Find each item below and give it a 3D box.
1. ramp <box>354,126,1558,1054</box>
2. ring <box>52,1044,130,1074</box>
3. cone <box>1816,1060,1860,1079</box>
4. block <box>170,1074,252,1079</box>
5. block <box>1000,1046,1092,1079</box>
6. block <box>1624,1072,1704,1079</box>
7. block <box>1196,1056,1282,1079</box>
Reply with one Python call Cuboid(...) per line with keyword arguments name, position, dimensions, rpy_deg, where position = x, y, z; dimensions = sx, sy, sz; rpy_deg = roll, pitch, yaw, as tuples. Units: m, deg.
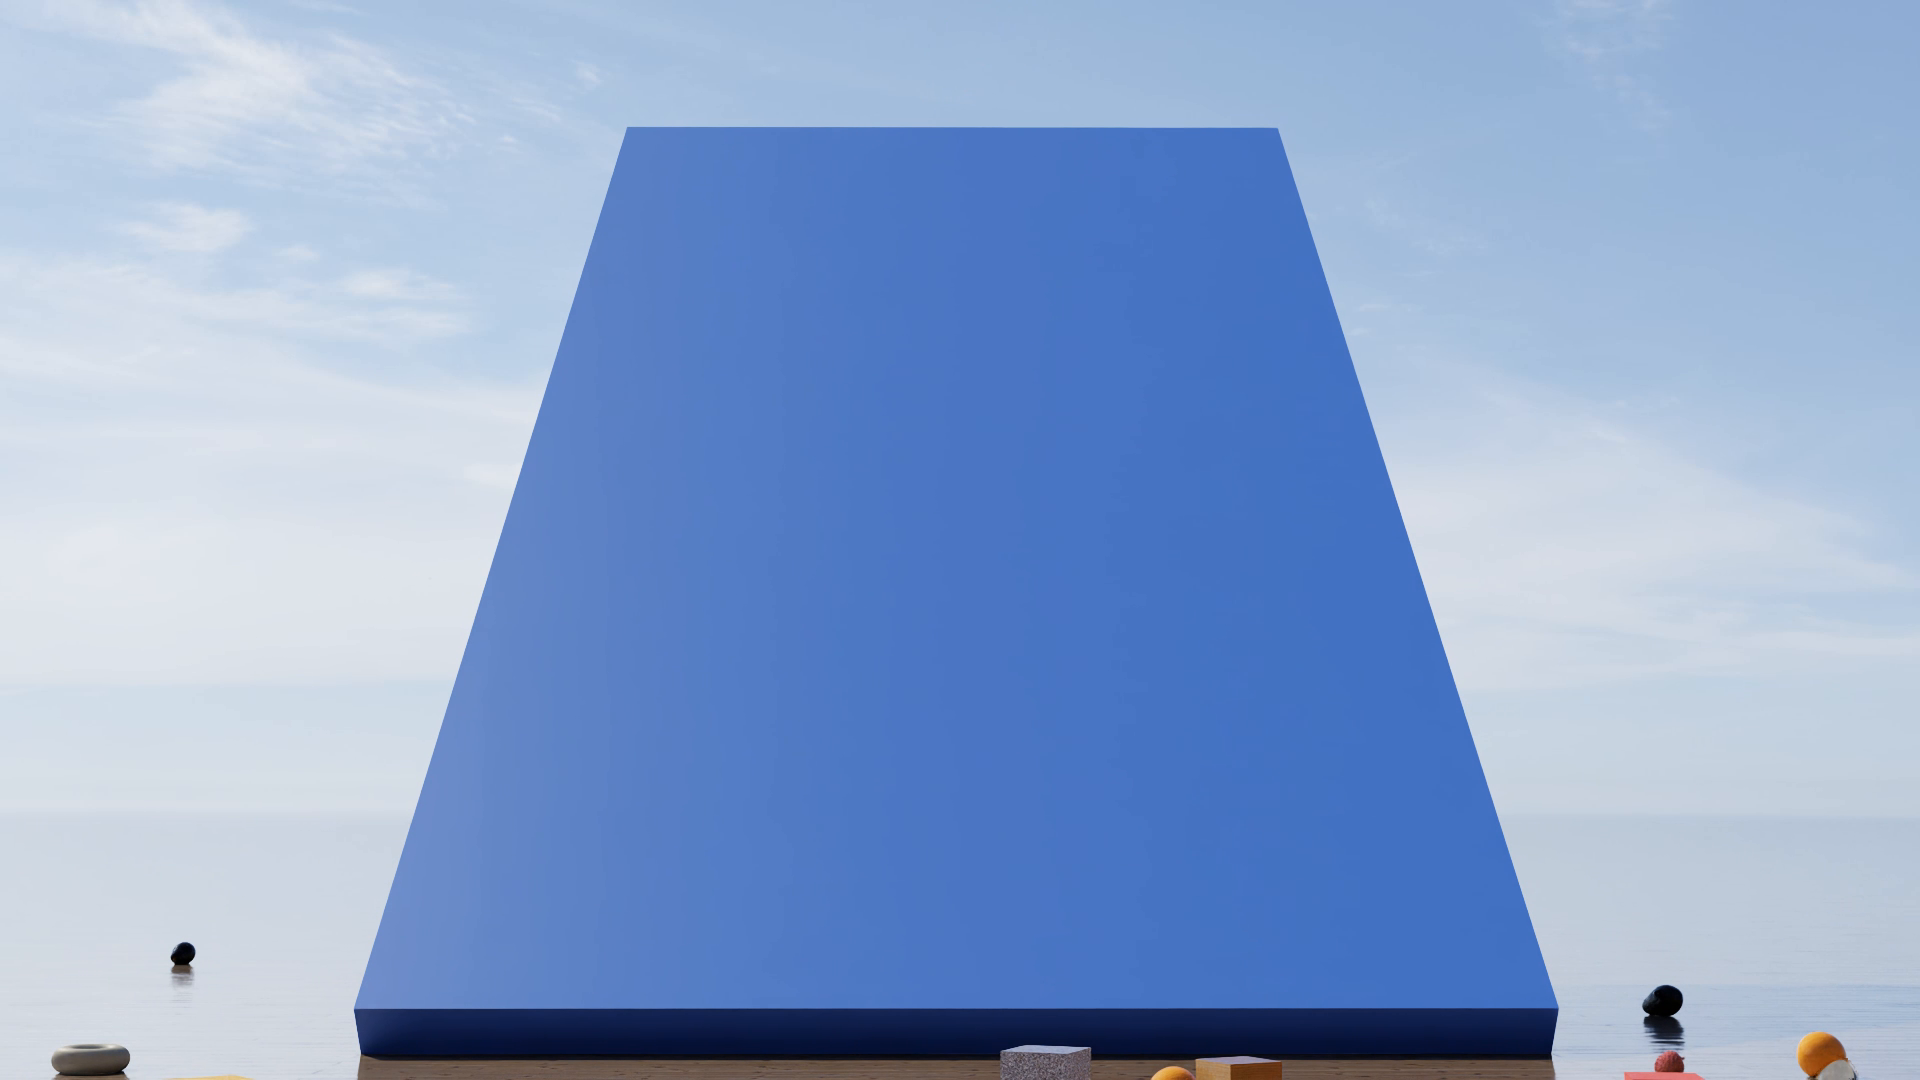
Cuboid(name="ramp", position=(-0.014, -0.203, 5.771), dimensions=(2.000, 0.100, 4.000), rpy_deg=(0, 31, 0))
Cuboid(name="ring", position=(-1.360, 0.812, 3.799), dimensions=(0.117, 0.039, 0.117), rpy_deg=(1, -6, 0))
Cuboid(name="cone", position=(1.184, 0.744, 3.199), dimensions=(0.086, 0.086, 0.086), rpy_deg=(28, -12, -10))
Cuboid(name="block", position=(-0.884, 0.682, 2.864), dimensions=(0.087, 0.087, 0.087), rpy_deg=(5, -8, -37))
Cuboid(name="block", position=(0.113, 0.715, 3.183), dimensions=(0.093, 0.093, 0.093), rpy_deg=(-3, -7, 22))
Cuboid(name="block", position=(0.853, 0.691, 2.934), dimensions=(0.085, 0.085, 0.085), rpy_deg=(-1, -7, 8))
Cuboid(name="block", position=(0.364, 0.719, 3.165), dimensions=(0.080, 0.080, 0.080), rpy_deg=(3, -7, -28))
